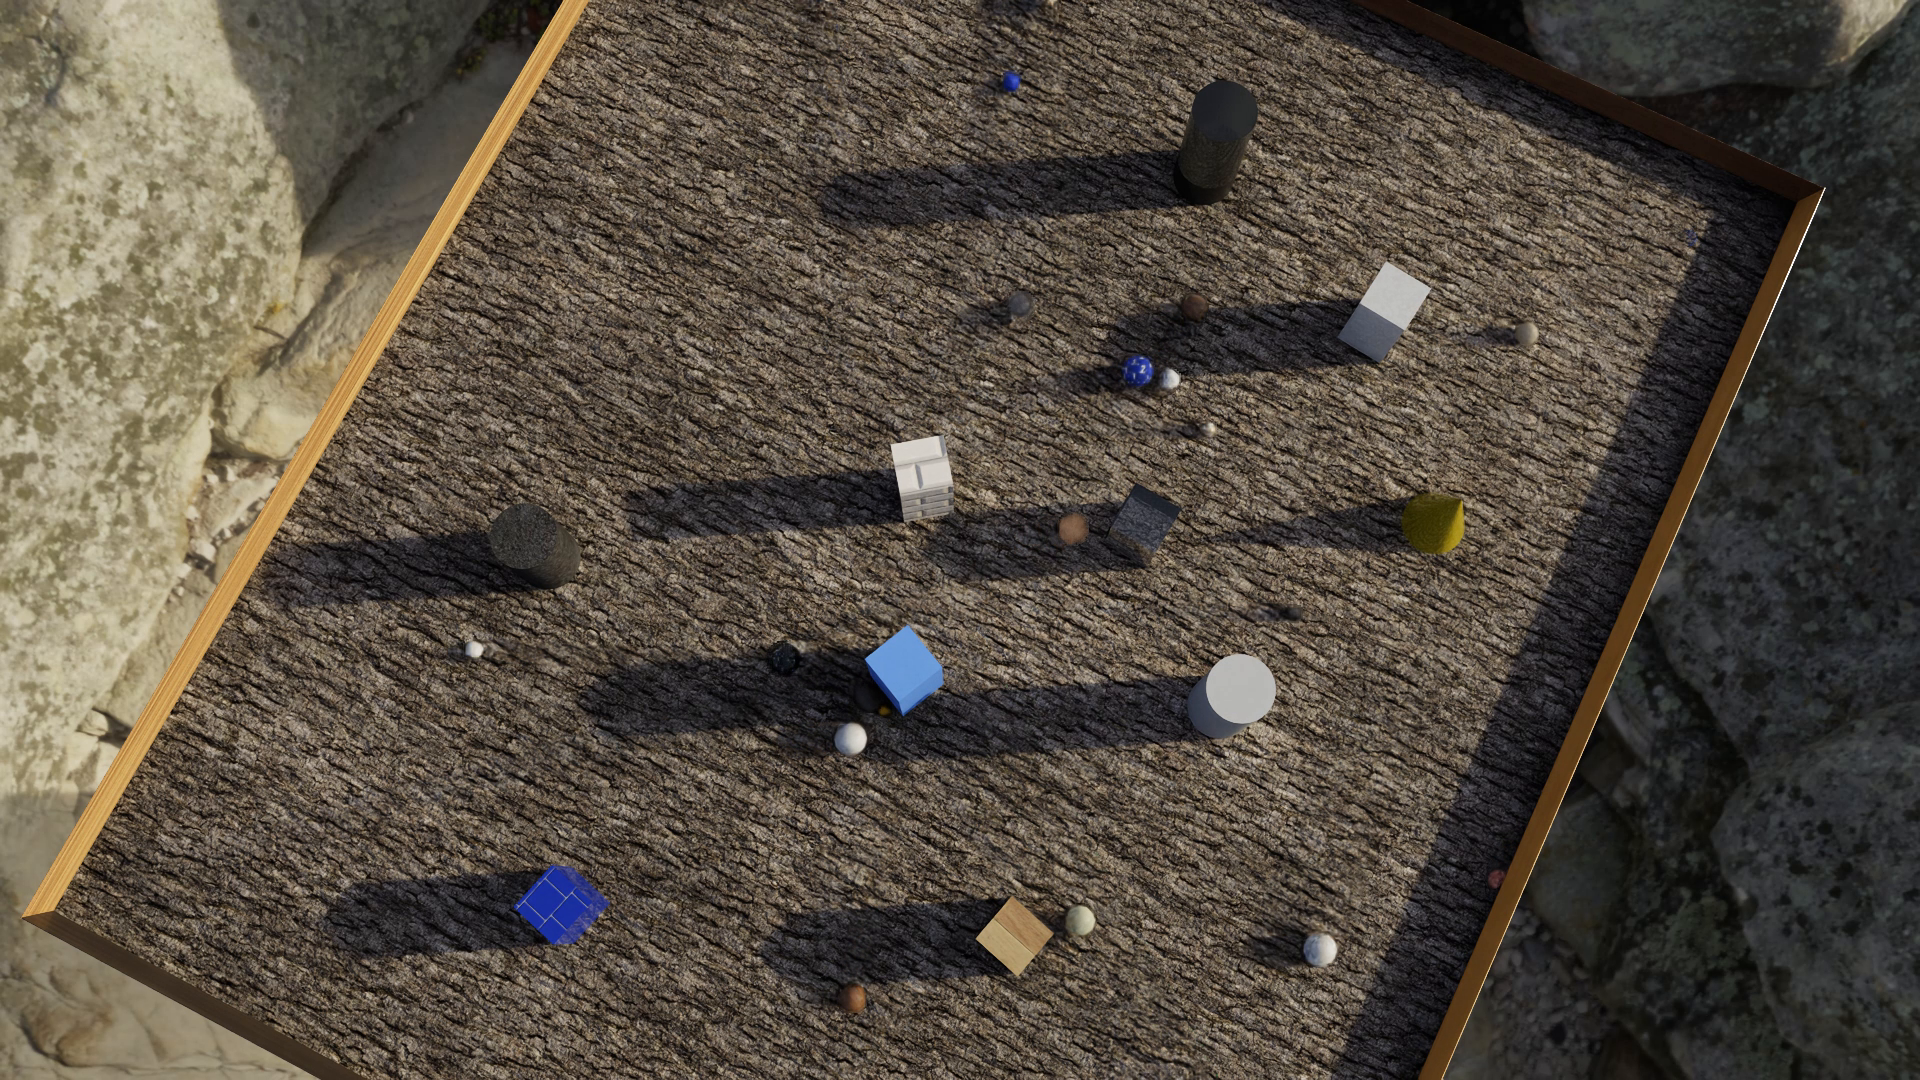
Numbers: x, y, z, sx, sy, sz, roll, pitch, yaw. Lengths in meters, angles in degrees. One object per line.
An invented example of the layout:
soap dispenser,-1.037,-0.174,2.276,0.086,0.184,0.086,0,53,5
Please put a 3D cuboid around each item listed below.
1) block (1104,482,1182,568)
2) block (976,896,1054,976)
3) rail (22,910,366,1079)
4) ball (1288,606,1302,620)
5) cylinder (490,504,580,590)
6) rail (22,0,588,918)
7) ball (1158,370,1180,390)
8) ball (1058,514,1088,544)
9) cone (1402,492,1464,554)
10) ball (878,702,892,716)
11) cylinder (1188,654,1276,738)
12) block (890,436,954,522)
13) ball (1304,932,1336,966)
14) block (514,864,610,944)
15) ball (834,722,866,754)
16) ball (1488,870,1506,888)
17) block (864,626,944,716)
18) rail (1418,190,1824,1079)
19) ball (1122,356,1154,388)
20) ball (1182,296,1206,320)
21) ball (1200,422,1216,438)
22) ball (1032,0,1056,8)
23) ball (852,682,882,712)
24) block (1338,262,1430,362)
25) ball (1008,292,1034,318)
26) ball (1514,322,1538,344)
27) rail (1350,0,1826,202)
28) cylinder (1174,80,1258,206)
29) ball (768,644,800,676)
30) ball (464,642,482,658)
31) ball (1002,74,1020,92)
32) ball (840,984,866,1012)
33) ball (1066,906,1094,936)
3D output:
block,0.545,-0.041,5.501,0.155,0.243,0.155,31,80,6
block,0.152,1.132,5.240,0.155,0.278,0.155,41,81,8
rail,-0.975,1.916,5.155,3.832,0.126,0.045,26,80,5
ball,1.013,0.223,5.548,0.044,0.044,0.044,0,78,0
cylinder,-1.257,0.022,5.441,0.194,0.334,0.194,0,78,0
rail,-1.692,-0.822,5.721,0.045,0.126,4.408,26,80,5
ball,0.648,-0.498,5.687,0.063,0.063,0.063,0,78,0
ball,0.344,-0.033,5.580,0.086,0.086,0.086,0,78,0
cone,1.454,-0.085,5.467,0.194,0.327,0.194,0,78,0
ball,-0.224,0.506,5.489,0.044,0.044,0.044,0,78,0
cylinder,0.781,0.457,5.301,0.194,0.432,0.194,0,78,0
block,-0.110,-0.179,5.470,0.155,0.360,0.155,-11,79,-2
ball,1.046,1.189,5.322,0.094,0.094,0.094,0,78,0
block,-1.138,1.047,5.258,0.155,0.278,0.155,41,81,8
ball,-0.325,0.590,5.445,0.097,0.097,0.097,0,78,0
ball,1.579,0.995,5.383,0.054,0.054,0.054,0,78,0
block,-0.159,0.385,5.341,0.155,0.384,0.155,-38,81,-7
rail,1.692,0.835,5.378,0.045,0.126,4.408,26,80,5
ball,0.549,-0.522,5.675,0.097,0.097,0.097,0,78,0
ball,0.733,-0.726,5.727,0.077,0.077,0.077,0,78,0
ball,0.765,-0.341,5.663,0.046,0.046,0.046,0,78,0
ball,0.272,-1.773,5.935,0.095,0.095,0.095,0,78,0
ball,-0.277,0.469,5.475,0.088,0.088,0.088,0,78,0
block,1.290,-0.691,5.592,0.155,0.329,0.155,33,80,6
ball,0.190,-0.733,5.727,0.080,0.080,0.080,0,78,0
ball,1.765,-0.644,5.715,0.069,0.069,0.069,0,78,0
rail,0.975,-1.903,5.945,3.832,0.126,0.045,26,80,5
cylinder,0.778,-1.211,5.620,0.194,0.485,0.194,0,78,0
ball,-0.527,0.359,5.493,0.096,0.096,0.096,0,78,0
ball,-1.465,0.332,5.521,0.053,0.053,0.053,0,78,0
ball,0.164,-1.470,5.892,0.056,0.056,0.056,0,78,0
ball,-0.311,1.325,5.302,0.078,0.078,0.078,0,78,0
ball,0.350,1.111,5.343,0.086,0.086,0.086,0,78,0
